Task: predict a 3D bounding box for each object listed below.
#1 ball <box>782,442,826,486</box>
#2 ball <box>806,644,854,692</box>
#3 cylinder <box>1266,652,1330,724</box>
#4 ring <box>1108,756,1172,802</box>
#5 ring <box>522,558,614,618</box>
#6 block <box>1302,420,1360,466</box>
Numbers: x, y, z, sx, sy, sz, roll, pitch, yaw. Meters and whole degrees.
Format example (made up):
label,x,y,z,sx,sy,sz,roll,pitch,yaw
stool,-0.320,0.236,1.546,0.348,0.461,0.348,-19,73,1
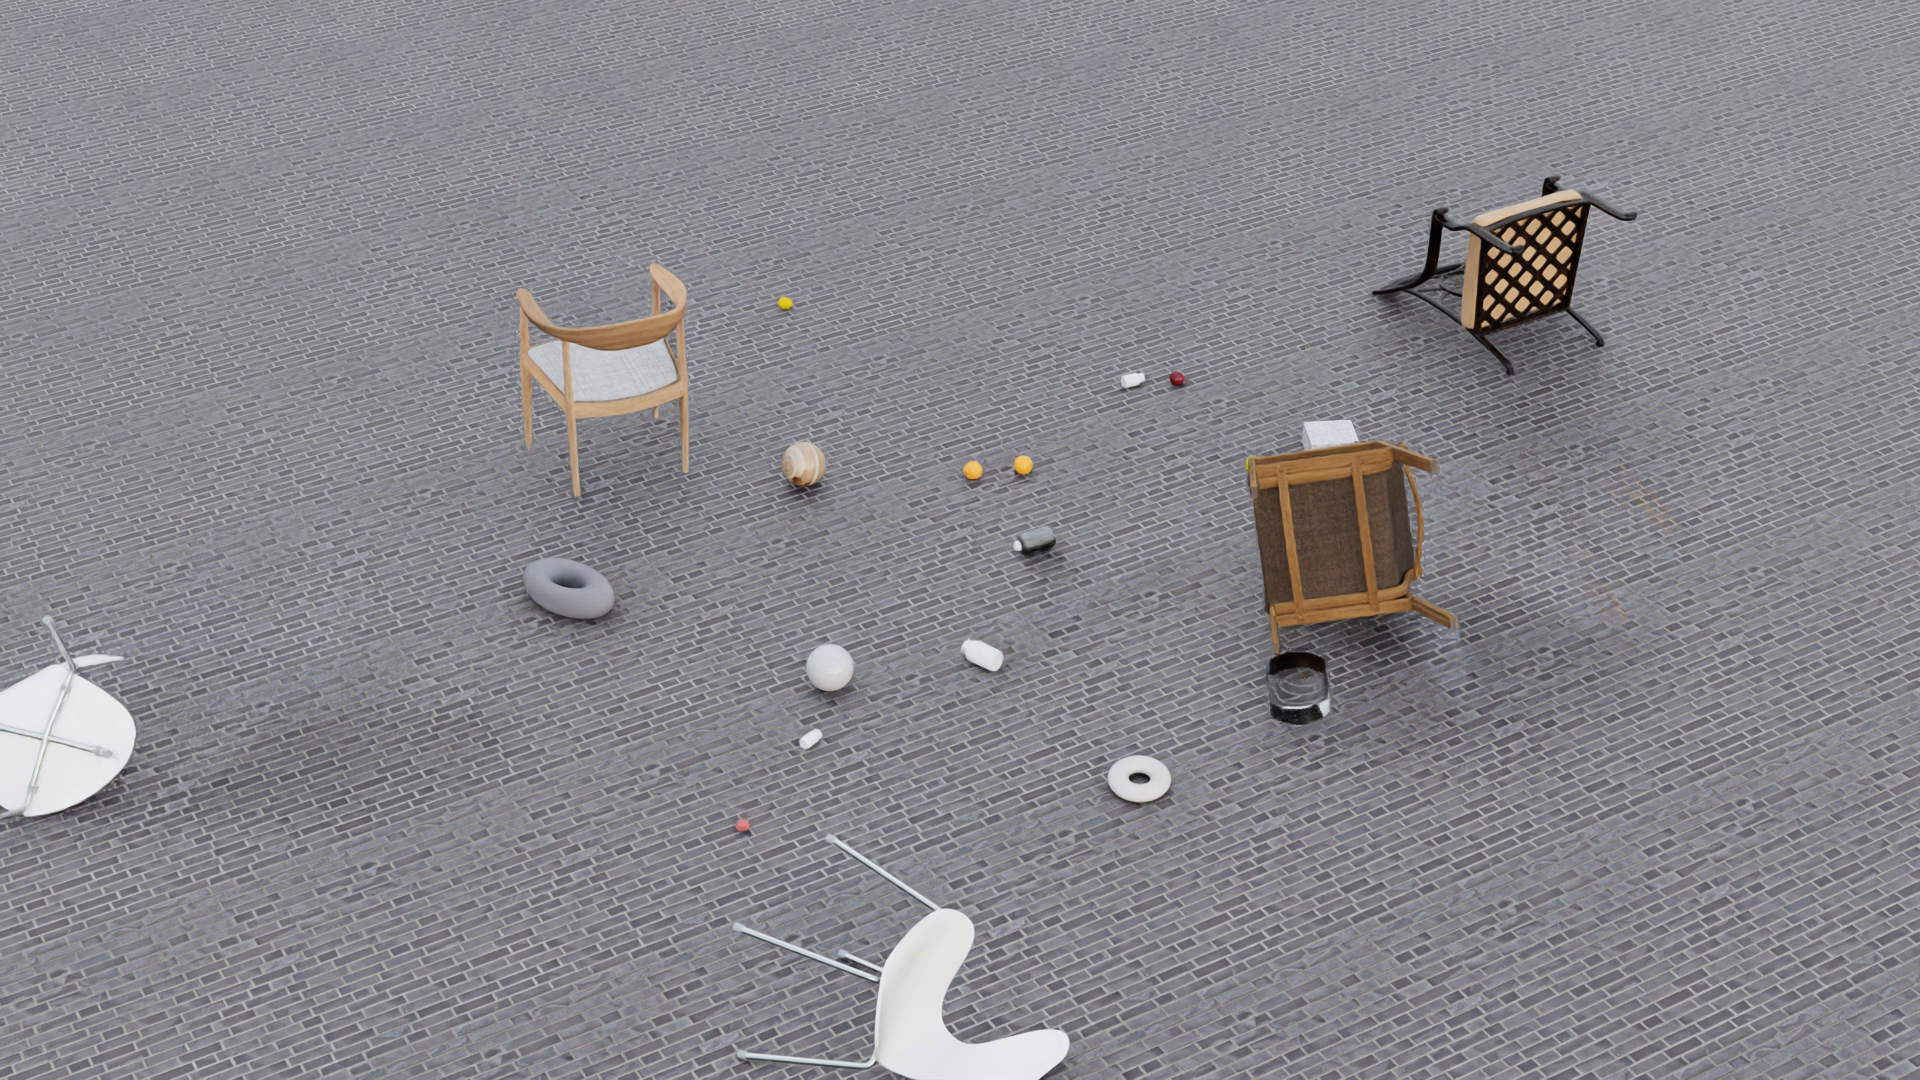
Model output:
label,x,y,z,sx,sy,sz,roll,pitch,yaw
ball,-0.599,-0.291,11.230,0.172,0.172,0.172,0,33,0
ball,-0.449,0.441,10.126,0.164,0.164,0.164,0,33,0
cylinder,1.152,0.504,9.993,0.208,0.171,0.193,9,32,31
ring,0.594,0.790,9.705,0.211,0.046,0.230,6,35,8
ring,-1.413,0.174,10.577,0.388,0.117,0.226,21,40,27
block,1.445,-0.380,11.436,0.187,0.093,0.175,-3,33,-4
